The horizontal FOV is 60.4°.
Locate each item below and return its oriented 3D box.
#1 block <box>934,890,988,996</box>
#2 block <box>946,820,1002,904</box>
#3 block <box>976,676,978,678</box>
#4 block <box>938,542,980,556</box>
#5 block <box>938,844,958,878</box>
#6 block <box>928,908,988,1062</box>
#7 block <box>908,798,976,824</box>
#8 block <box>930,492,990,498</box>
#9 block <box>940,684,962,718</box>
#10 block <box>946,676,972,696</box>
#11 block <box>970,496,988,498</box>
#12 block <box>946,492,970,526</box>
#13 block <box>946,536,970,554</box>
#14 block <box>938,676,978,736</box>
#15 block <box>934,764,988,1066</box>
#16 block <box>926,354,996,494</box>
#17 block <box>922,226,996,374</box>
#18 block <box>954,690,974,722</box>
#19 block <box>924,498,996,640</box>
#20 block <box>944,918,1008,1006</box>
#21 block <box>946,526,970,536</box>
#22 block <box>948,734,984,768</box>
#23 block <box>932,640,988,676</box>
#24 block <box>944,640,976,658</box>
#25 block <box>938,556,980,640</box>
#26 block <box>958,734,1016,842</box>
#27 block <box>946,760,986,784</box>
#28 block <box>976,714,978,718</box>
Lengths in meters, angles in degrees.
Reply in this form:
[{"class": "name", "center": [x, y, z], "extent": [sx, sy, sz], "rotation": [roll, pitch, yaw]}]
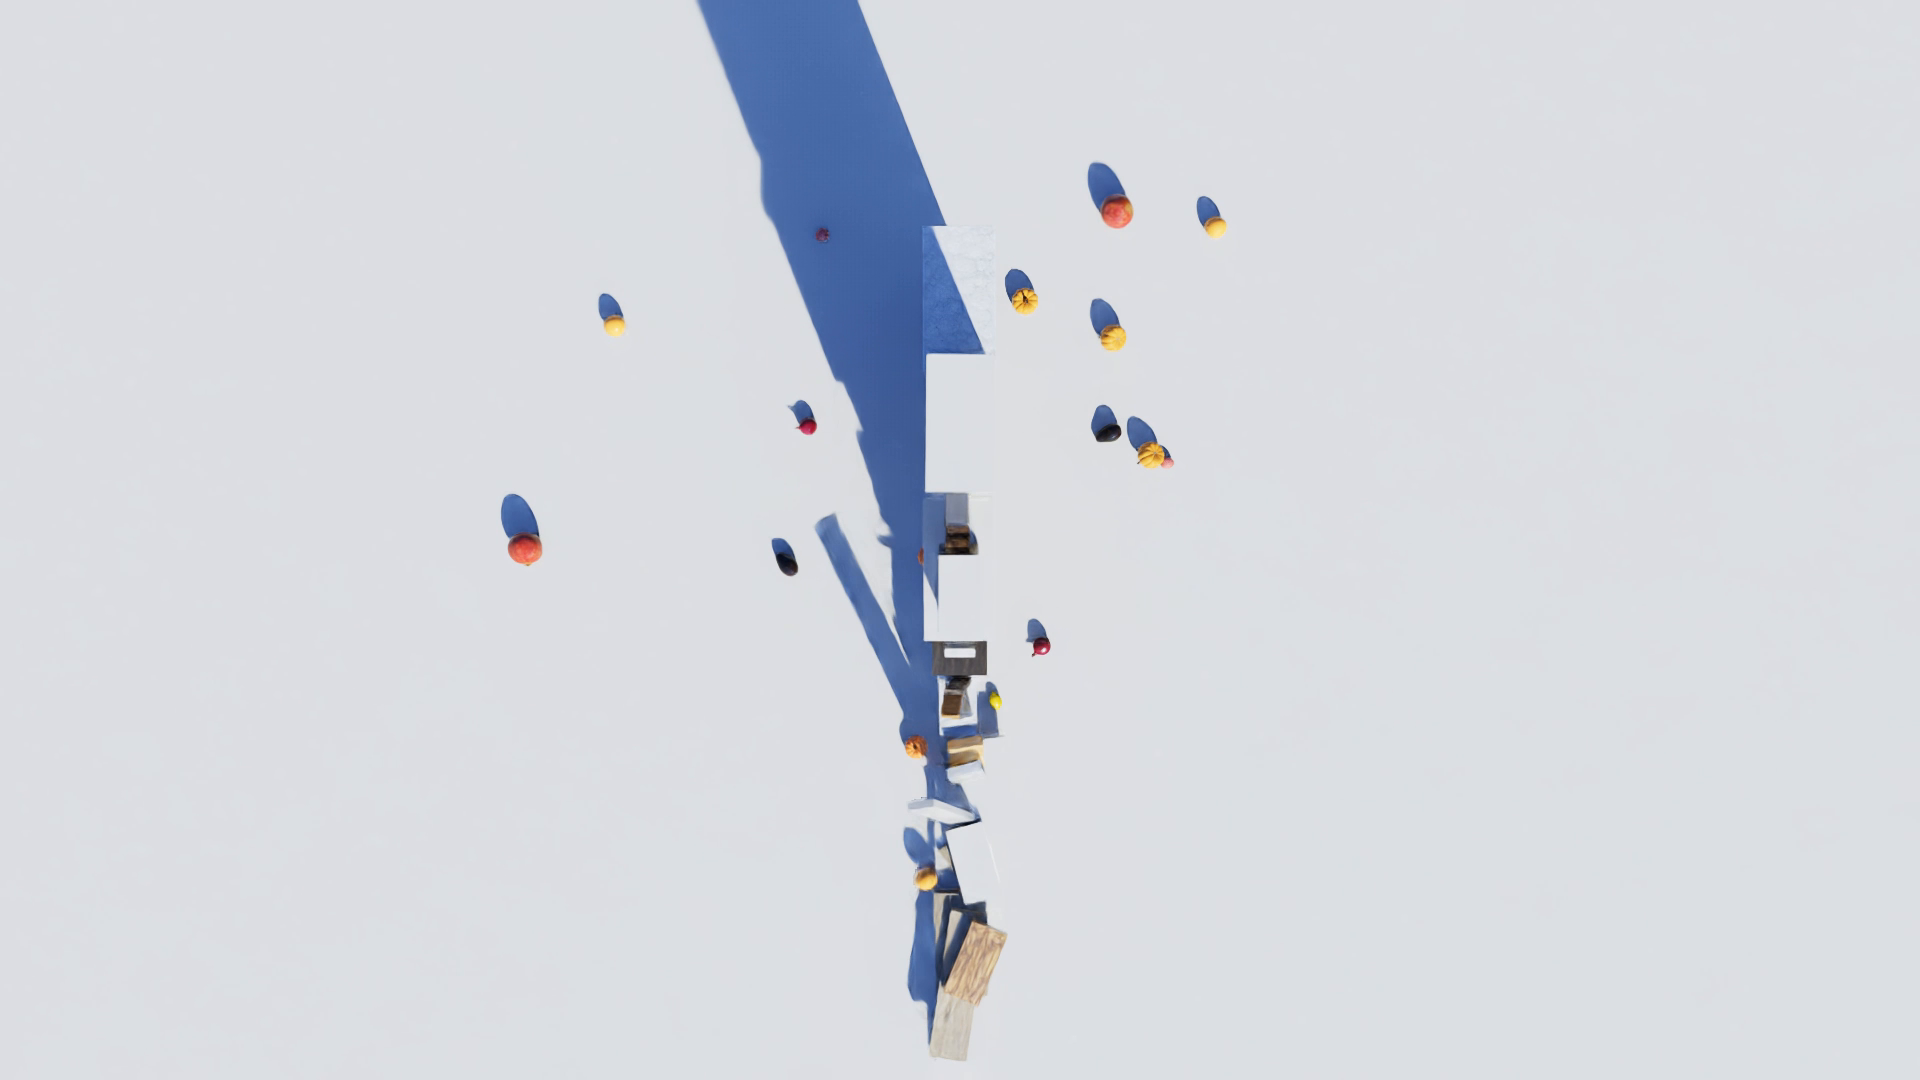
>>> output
[{"class": "block", "center": [0.003, 1.325, 5.428], "extent": [0.170, 0.048, 0.339], "rotation": [-2, 90, 0]}, {"class": "block", "center": [0.044, 1.053, 5.386], "extent": [0.124, 0.035, 0.247], "rotation": [-15, 90, 0]}, {"class": "block", "center": [-0.004, 0.420, 5.380], "extent": [0.120, 0.239, 0.034], "rotation": [0, 92, 0]}, {"class": "block", "center": [-0.003, 0.045, 3.986], "extent": [0.099, 0.197, 0.028], "rotation": [0, 104, 0]}, {"class": "block", "center": [0.008, 1.065, 5.441], "extent": [0.081, 0.023, 0.161], "rotation": [-36, 90, 0]}, {"class": "block", "center": [-0.005, 1.453, 5.387], "extent": [0.124, 0.035, 0.479], "rotation": [9, 89, 0]}, {"class": "block", "center": [-0.053, 0.853, 5.164], "extent": [0.081, 0.505, 0.023], "rotation": [-12, 73, 12]}, {"class": "block", "center": [-0.001, -0.255, 4.099], "extent": [0.148, 0.042, 0.296], "rotation": [0, 90, 0]}, {"class": "block", "center": [-0.025, 0.506, 5.166], "extent": [0.057, 0.016, 0.113], "rotation": [5, 52, 7]}, {"class": "block", "center": [-0.005, 0.456, 5.164], "extent": [0.057, 0.113, 0.016], "rotation": [2, 107, 14]}, {"class": "block", "center": [0.001, -0.086, 4.510], "extent": [0.155, 0.044, 0.310], "rotation": [0, 90, 0]}, {"class": "block", "center": [-0.006, -0.086, 4.041], "extent": [0.057, 0.016, 0.113], "rotation": [0, 57, 0]}, {"class": "block", "center": [-0.006, -0.005, 4.029], "extent": [0.057, 0.121, 0.016], "rotation": [0, 120, 0]}, {"class": "block", "center": [-0.008, 0.498, 5.243], "extent": [0.120, 0.034, 0.239], "rotation": [-1, 90, 0]}, {"class": "block", "center": [0.003, 1.244, 5.476], "extent": [0.170, 0.048, 0.995], "rotation": [0, 90, 0]}, {"class": "block", "center": [0.001, -0.259, 3.683], "extent": [0.153, 0.043, 0.306], "rotation": [0, 89, 0]}, {"class": "block", "center": [-0.002, -0.587, 4.036], "extent": [0.177, 0.050, 0.355], "rotation": [0, 90, 0]}, {"class": "block", "center": [0.002, 0.510, 5.196], "extent": [0.057, 0.016, 0.113], "rotation": [-13, 67, 0]}, {"class": "block", "center": [-0.002, 0.073, 4.110], "extent": [0.176, 0.050, 0.353], "rotation": [0, 90, 0]}, {"class": "block", "center": [0.050, 1.372, 5.353], "extent": [0.124, 0.035, 0.248], "rotation": [23, 89, 0]}, {"class": "block", "center": [-0.005, -0.059, 4.045], "extent": [0.057, 0.016, 0.113], "rotation": [0, 54, 0]}, {"class": "block", "center": [0.019, 0.686, 5.294], "extent": [0.111, 0.221, 0.031], "rotation": [-10, 65, -3]}, {"class": "block", "center": [-0.001, 0.221, 4.521], "extent": [0.149, 0.042, 0.299], "rotation": [0, 90, 0]}, {"class": "block", "center": [0.000, 0.288, 4.419], "extent": [0.081, 0.161, 0.023], "rotation": [0, 96, 0]}, {"class": "block", "center": [-0.001, 0.135, 3.873], "extent": [0.099, 0.028, 0.197], "rotation": [0, 90, 0]}, {"class": "block", "center": [0.083, 0.822, 5.428], "extent": [0.170, 0.048, 0.339], "rotation": [-6, 90, 0]}, {"class": "block", "center": [0.021, 0.747, 5.292], "extent": [0.111, 0.221, 0.031], "rotation": [-14, 76, 1]}, {"class": "block", "center": [-0.005, 0.576, 5.380], "extent": [0.120, 0.239, 0.034], "rotation": [-2, 91, 0]}]
